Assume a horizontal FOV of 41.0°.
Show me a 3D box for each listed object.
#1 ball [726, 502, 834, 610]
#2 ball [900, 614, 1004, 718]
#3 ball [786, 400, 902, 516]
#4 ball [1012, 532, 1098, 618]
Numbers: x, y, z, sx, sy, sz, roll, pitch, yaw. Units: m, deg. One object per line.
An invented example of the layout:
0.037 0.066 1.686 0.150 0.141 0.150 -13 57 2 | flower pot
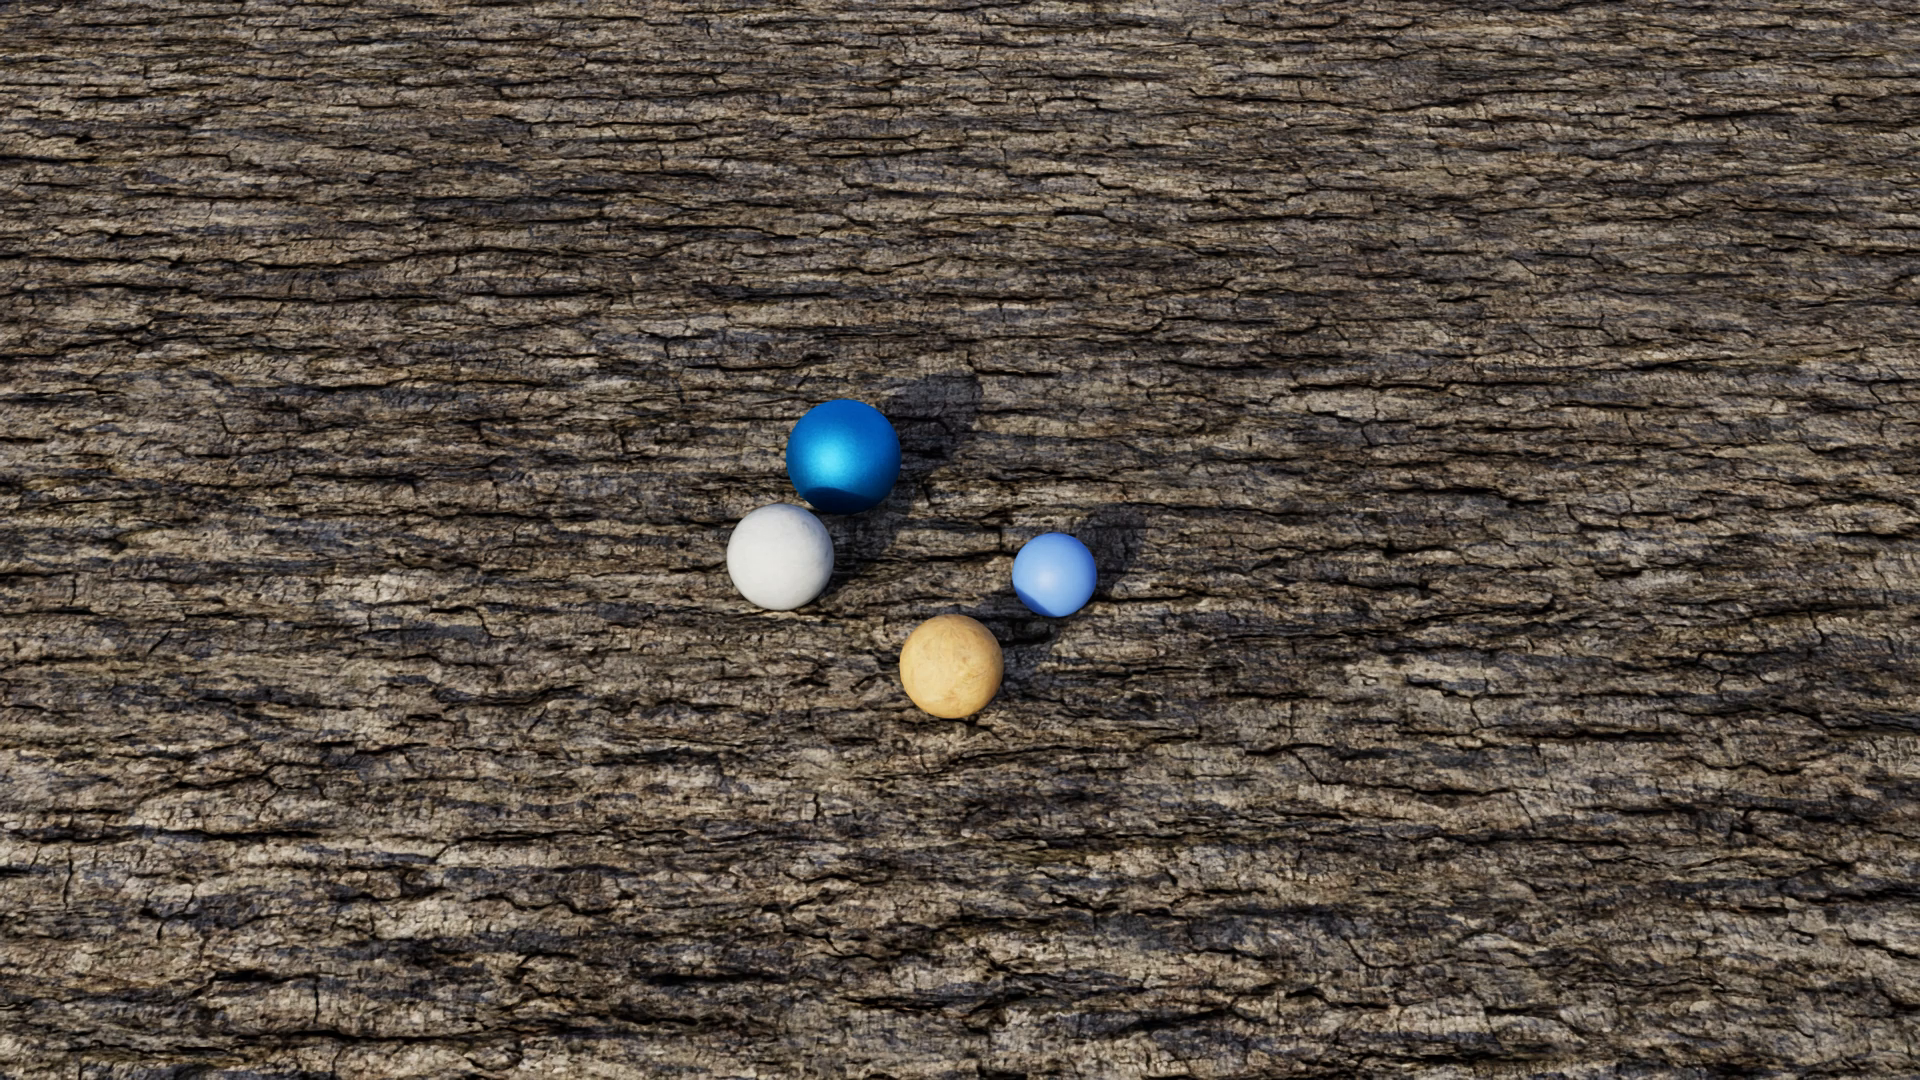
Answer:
-0.111 0.010 1.585 0.067 0.067 0.067 0 36 0 | ball
-0.005 0.074 1.504 0.062 0.062 0.062 0 36 0 | ball
-0.075 -0.054 1.665 0.075 0.075 0.075 0 36 0 | ball
0.058 0.022 1.582 0.053 0.053 0.053 0 36 0 | ball
